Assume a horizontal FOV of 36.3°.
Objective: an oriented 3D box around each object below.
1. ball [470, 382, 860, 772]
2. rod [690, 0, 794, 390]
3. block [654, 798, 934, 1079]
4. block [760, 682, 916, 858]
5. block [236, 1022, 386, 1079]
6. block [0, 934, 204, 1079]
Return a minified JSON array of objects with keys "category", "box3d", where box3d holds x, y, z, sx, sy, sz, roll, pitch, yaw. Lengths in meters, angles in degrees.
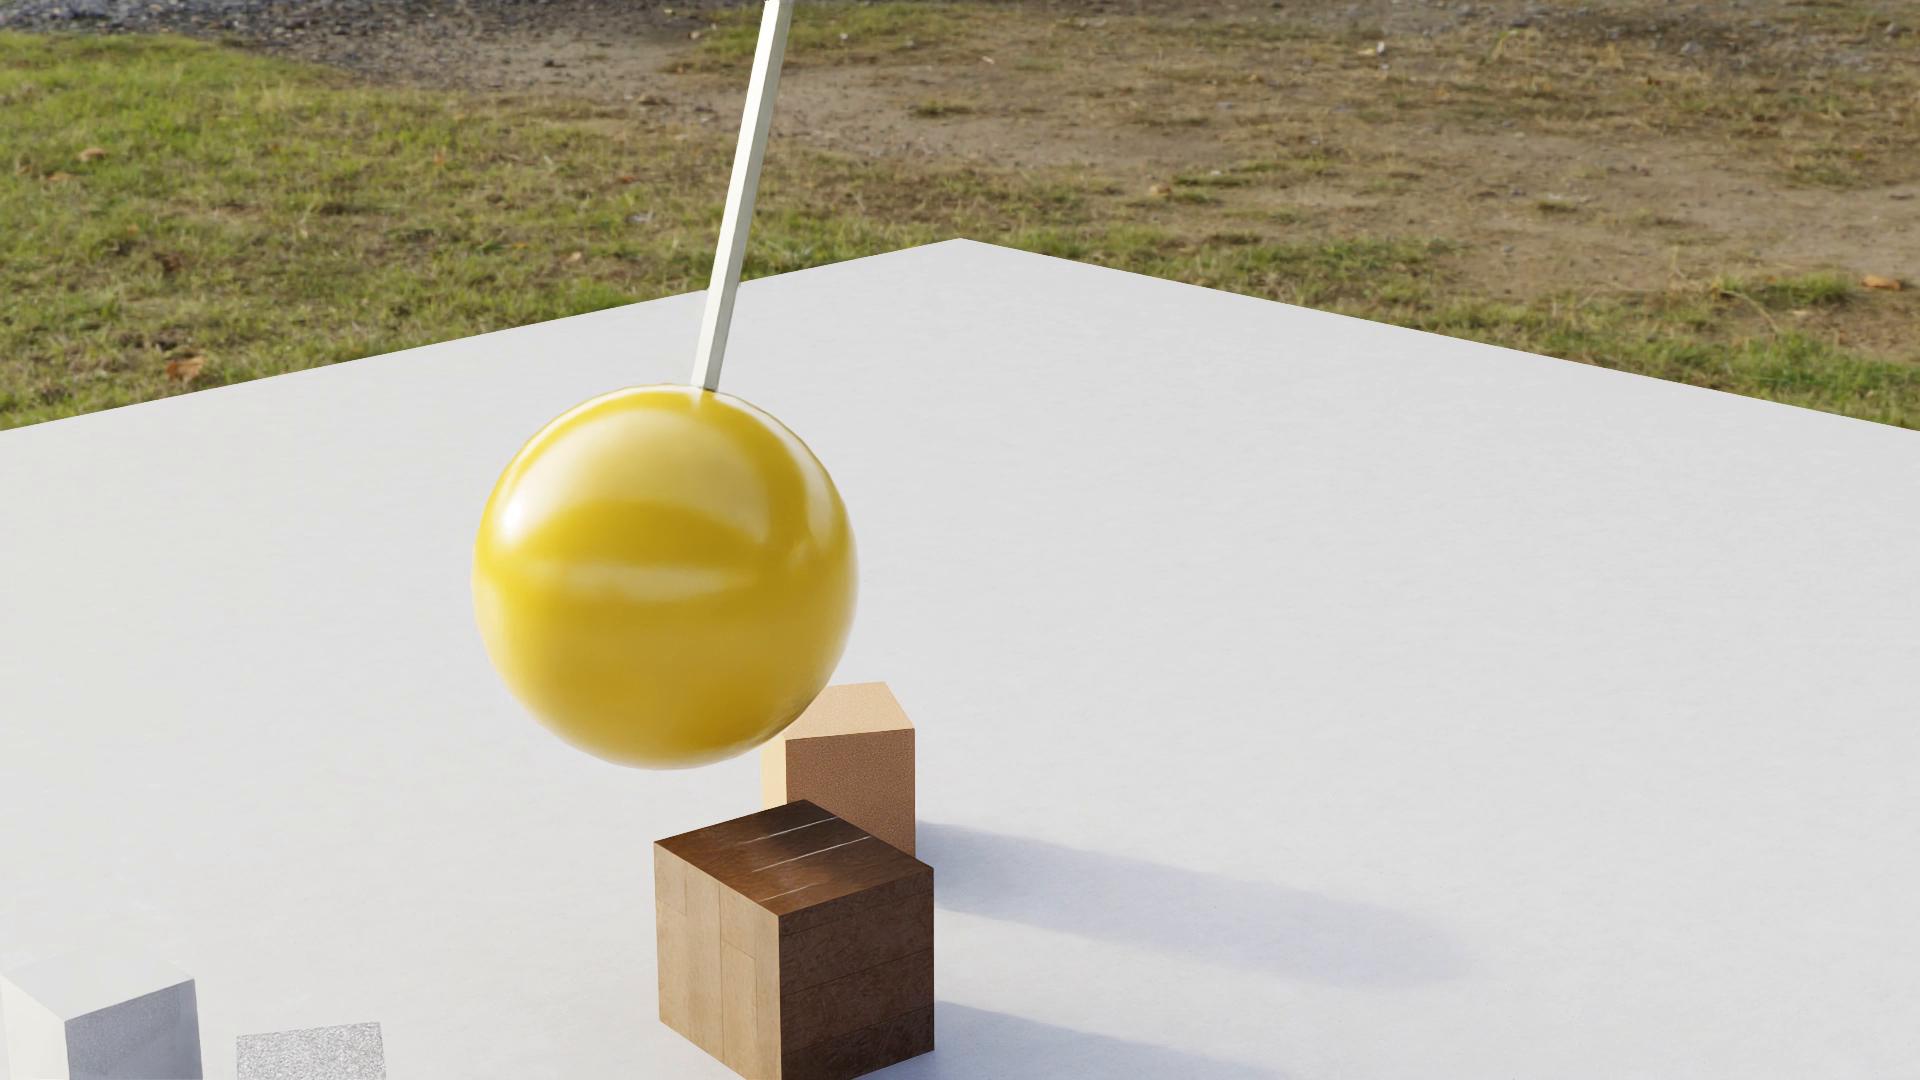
[{"category":"ball","box3d":[-1.213,0.152,12.118,1.600,1.600,1.600,0,17,0]},{"category":"rod","box3d":[-0.526,-3.162,11.797,0.080,5.200,0.080,17,7,42]},{"category":"block","box3d":[-0.670,1.635,11.813,0.741,0.797,0.896,-13,22,-35]},{"category":"block","box3d":[-0.574,1.110,13.681,0.601,0.679,0.635,-4,18,-13]},{"category":"block","box3d":[-2.303,2.154,10.494,0.513,0.598,0.605,-4,18,-13]},{"category":"block","box3d":[-3.272,1.935,11.206,0.530,0.589,0.531,-15,23,-40]}]
